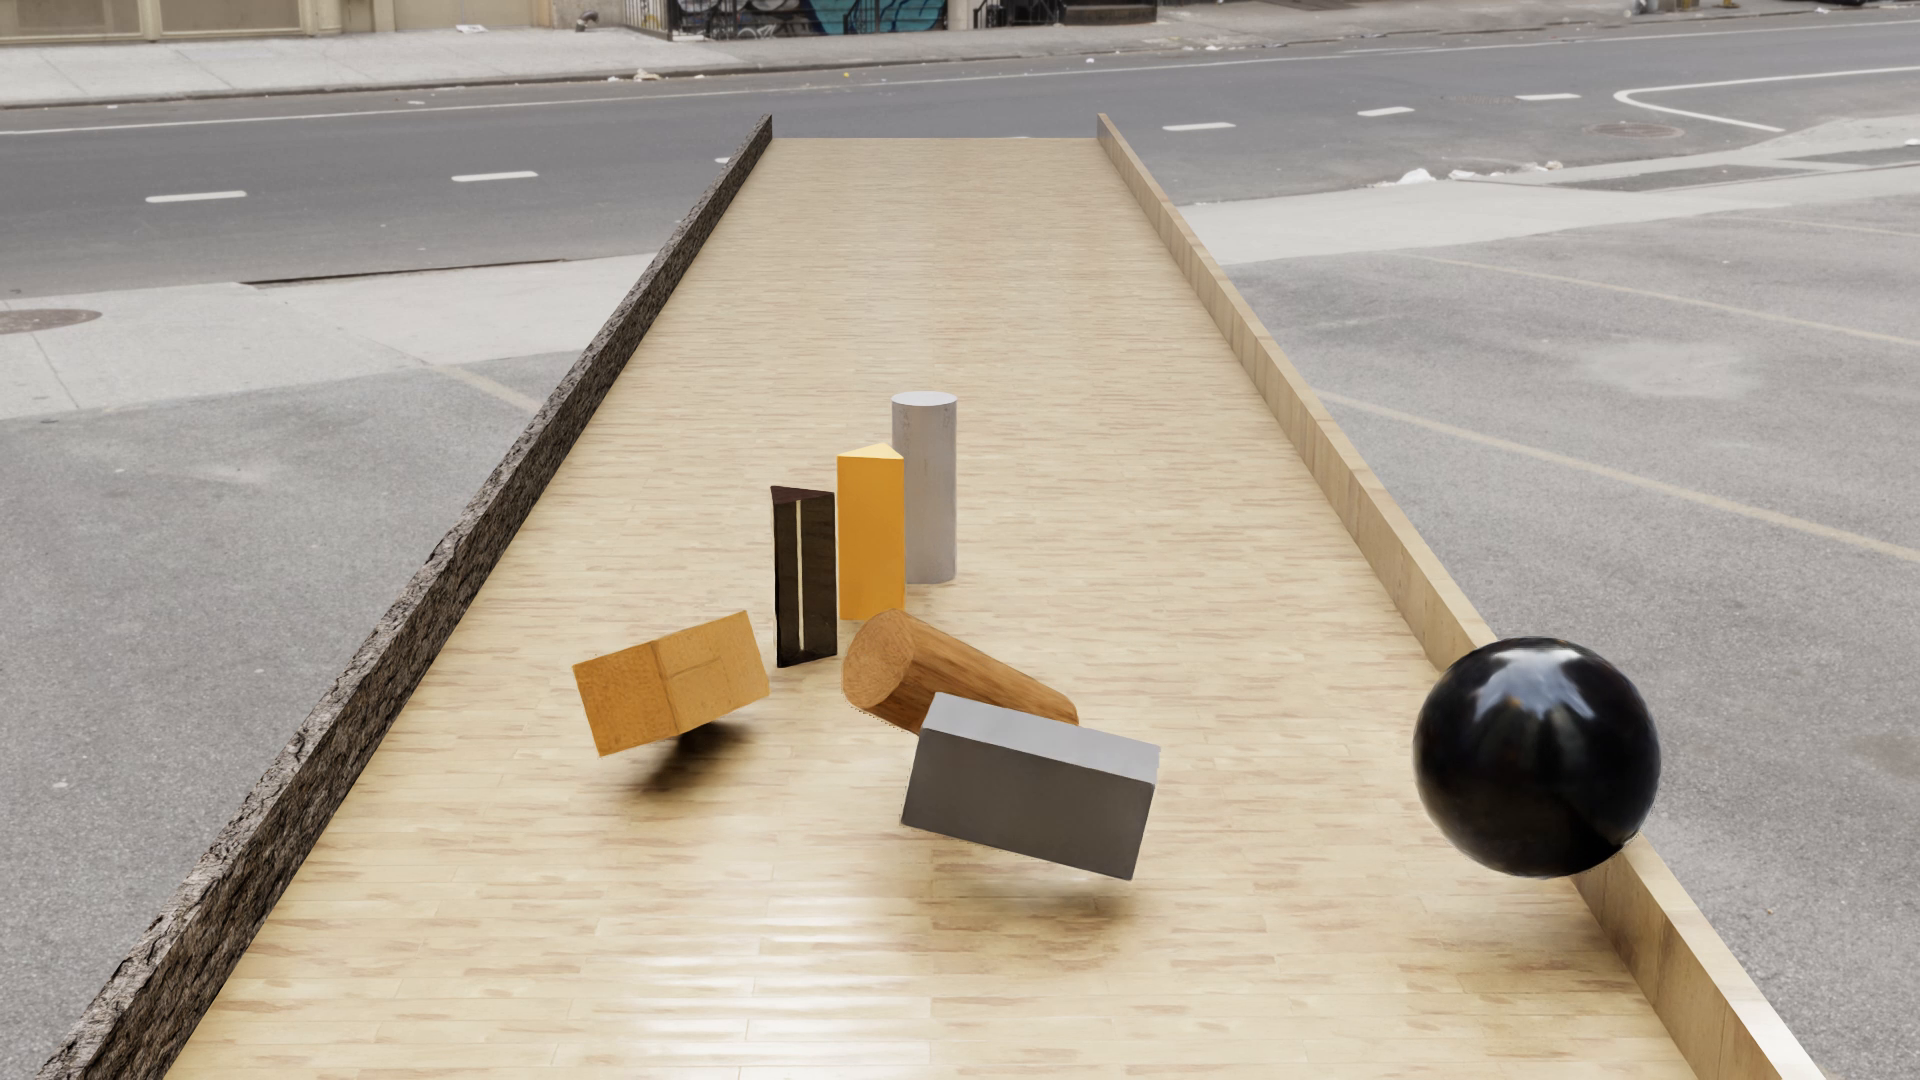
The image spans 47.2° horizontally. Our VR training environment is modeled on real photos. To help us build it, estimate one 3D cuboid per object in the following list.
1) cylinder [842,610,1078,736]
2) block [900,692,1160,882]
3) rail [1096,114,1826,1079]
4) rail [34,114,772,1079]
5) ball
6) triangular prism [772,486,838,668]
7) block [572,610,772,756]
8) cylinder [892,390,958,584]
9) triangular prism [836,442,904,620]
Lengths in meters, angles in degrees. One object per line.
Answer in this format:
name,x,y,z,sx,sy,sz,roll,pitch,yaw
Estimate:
cylinder,0.004,0.268,3.692,0.392,0.172,0.172,29,-3,-37
block,0.110,0.372,3.346,0.356,0.160,0.160,13,17,4
rail,0.932,-0.844,7.801,0.050,0.150,12.000,0,17,-1
rail,-1.118,-0.838,7.780,0.050,0.150,12.000,0,17,-1
ball,0.835,0.315,3.197,0.353,0.353,0.353,0,17,0
triangular prism,-0.341,0.067,4.409,0.141,0.338,0.123,-12,21,-36
block,-0.502,0.248,3.891,0.162,0.162,0.422,-17,0,16
cylinder,-0.079,-0.117,4.903,0.145,0.408,0.145,0,17,0
triangular prism,-0.175,-0.017,4.657,0.141,0.358,0.122,3,17,11
